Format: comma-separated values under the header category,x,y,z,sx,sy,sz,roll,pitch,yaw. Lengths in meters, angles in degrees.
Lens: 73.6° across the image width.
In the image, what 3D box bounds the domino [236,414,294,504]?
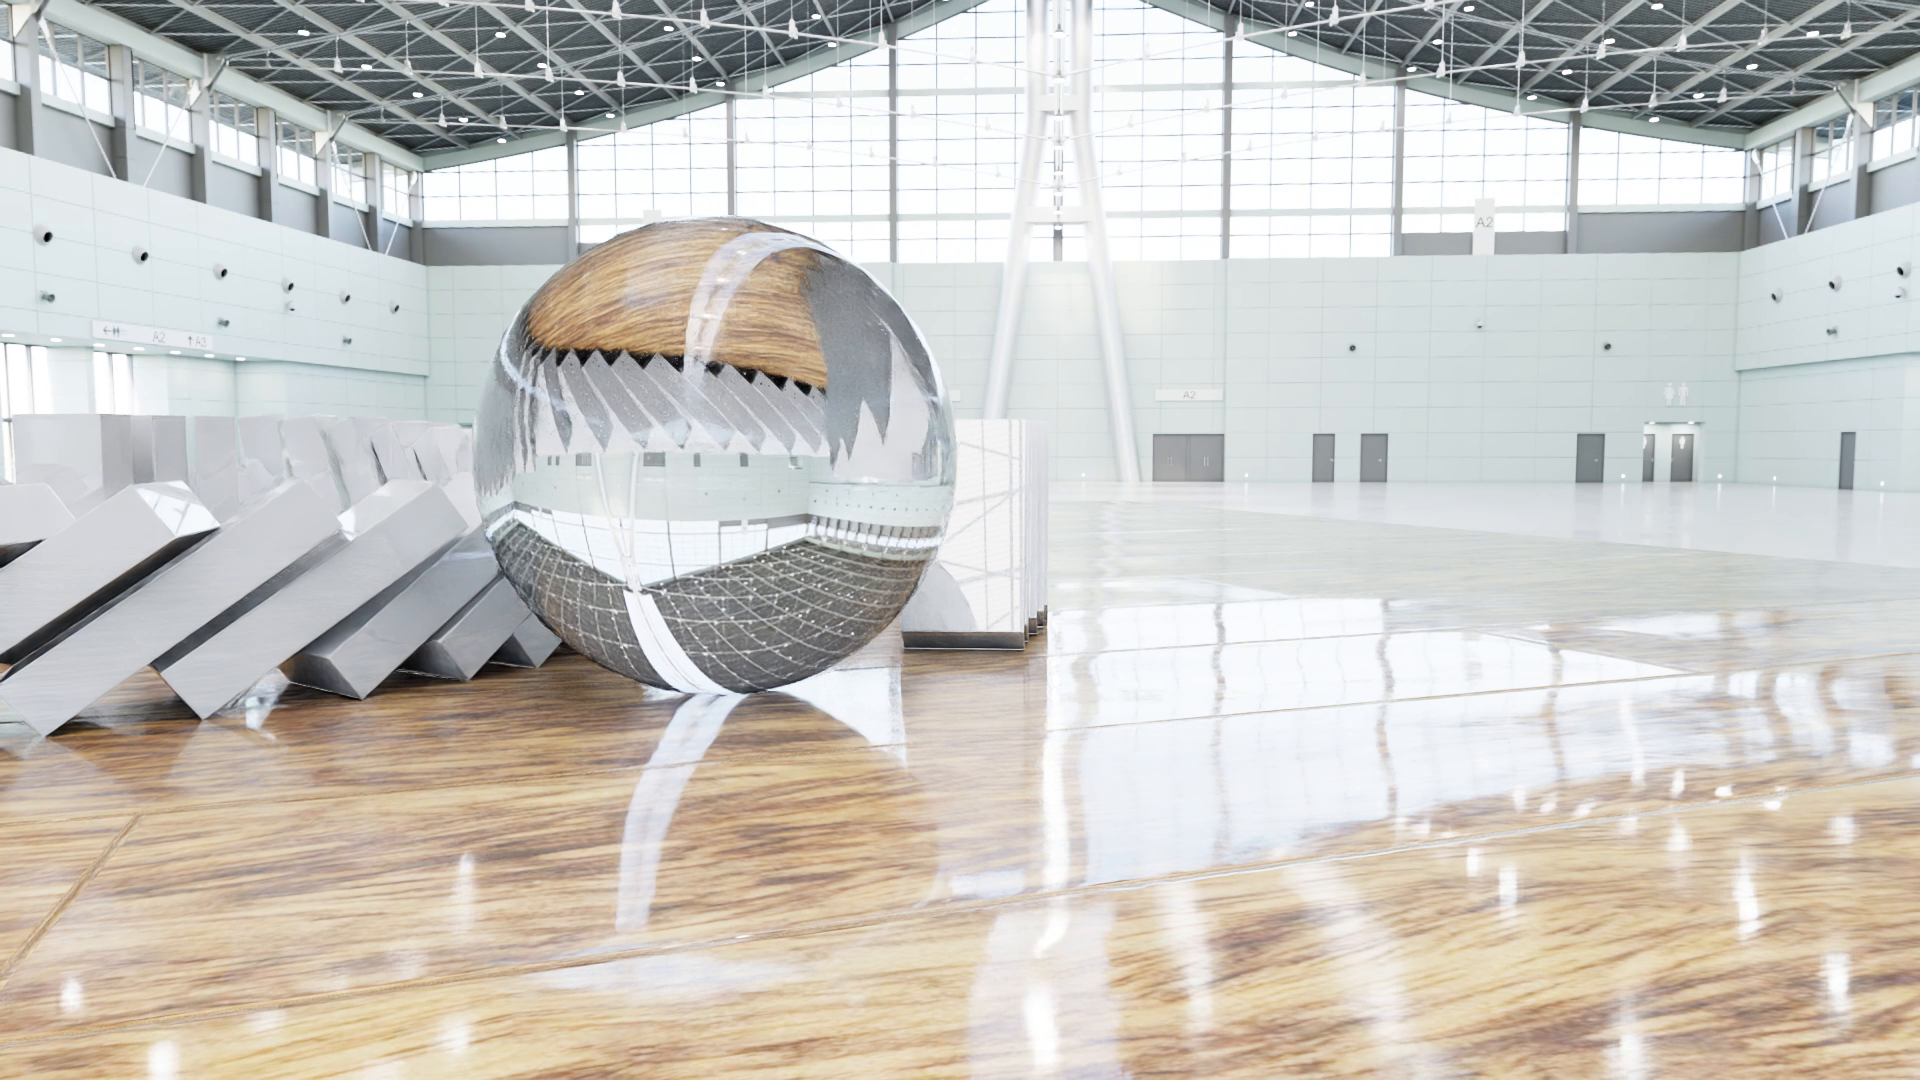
category,x,y,z,sx,sy,sz,roll,pitch,yaw
domino,-0.195,-0.010,0.365,0.009,0.050,0.025,-9,8,-23

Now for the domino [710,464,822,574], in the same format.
category,x,y,z,sx,sy,sz,roll,pitch,yaw
domino,-0.061,-0.008,0.440,0.025,0.009,0.050,-5,40,-50

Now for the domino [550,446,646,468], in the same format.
category,x,y,z,sx,sy,sz,roll,pitch,yaw
domino,-0.094,-0.004,0.335,0.025,0.009,0.050,-1,49,-16

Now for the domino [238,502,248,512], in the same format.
category,x,y,z,sx,sy,sz,roll,pitch,yaw
domino,-0.253,-0.009,0.451,0.050,0.009,0.025,34,-9,-20

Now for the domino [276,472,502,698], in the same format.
category,x,y,z,sx,sy,sz,roll,pitch,yaw
domino,-0.099,0.006,0.234,0.025,0.010,0.050,3,41,37

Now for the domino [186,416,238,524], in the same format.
category,x,y,z,sx,sy,sz,roll,pitch,yaw
domino,-0.208,-0.009,0.357,0.010,0.050,0.025,-3,5,-37

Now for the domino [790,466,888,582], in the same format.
category,x,y,z,sx,sy,sz,roll,pitch,yaw
domino,-0.032,-0.006,0.417,0.025,0.010,0.050,-3,39,-39

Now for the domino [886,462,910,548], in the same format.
category,x,y,z,sx,sy,sz,roll,pitch,yaw
domino,-0.005,-0.005,0.388,0.025,0.009,0.050,-1,40,-17

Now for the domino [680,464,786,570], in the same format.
category,x,y,z,sx,sy,sz,roll,pitch,yaw
domino,-0.076,-0.009,0.451,0.050,0.010,0.025,42,27,28

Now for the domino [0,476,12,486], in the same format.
category,x,y,z,sx,sy,sz,roll,pitch,yaw
domino,-0.295,-0.006,0.414,0.025,0.010,0.050,4,-28,45

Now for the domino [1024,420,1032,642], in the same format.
category,x,y,z,sx,sy,sz,roll,pitch,yaw
domino,0.003,-0.003,0.284,0.025,0.050,0.009,0,-26,4

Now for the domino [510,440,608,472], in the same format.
category,x,y,z,sx,sy,sz,roll,pitch,yaw
domino,-0.105,-0.005,0.350,0.025,0.050,0.010,-3,-37,-30

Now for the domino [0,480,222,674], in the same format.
category,x,y,z,sx,sy,sz,roll,pitch,yaw
domino,-0.139,0.010,0.192,0.050,0.009,0.025,-37,13,-11

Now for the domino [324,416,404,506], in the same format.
category,x,y,z,sx,sy,sz,roll,pitch,yaw
domino,-0.165,-0.011,0.375,0.010,0.050,0.025,-20,1,10

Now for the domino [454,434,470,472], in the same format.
category,x,y,z,sx,sy,sz,roll,pitch,yaw
domino,-0.120,-0.007,0.360,0.025,0.050,0.009,-5,-32,-49

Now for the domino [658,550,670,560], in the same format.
category,x,y,z,sx,sy,sz,roll,pitch,yaw
domino,-0.126,-0.011,0.473,0.050,0.009,0.025,37,16,17

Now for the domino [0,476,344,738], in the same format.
category,x,y,z,sx,sy,sz,roll,pitch,yaw
domino,-0.124,0.009,0.204,0.050,0.009,0.025,-41,22,-21

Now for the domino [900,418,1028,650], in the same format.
category,x,y,z,sx,sy,sz,roll,pitch,yaw
domino,0.002,-0.002,0.273,0.025,0.050,0.009,0,-26,4

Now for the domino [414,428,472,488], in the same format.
category,x,y,z,sx,sy,sz,roll,pitch,yaw
domino,-0.134,-0.009,0.367,0.009,0.050,0.025,-36,-16,30

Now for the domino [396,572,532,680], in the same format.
category,x,y,z,sx,sy,sz,roll,pitch,yaw
domino,-0.090,0.005,0.249,0.025,0.009,0.050,3,42,31

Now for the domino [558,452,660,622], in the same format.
category,x,y,z,sx,sy,sz,roll,pitch,yaw
domino,-0.088,-0.002,0.319,0.025,0.009,0.050,-1,46,-9

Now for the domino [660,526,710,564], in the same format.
category,x,y,z,sx,sy,sz,roll,pitch,yaw
domino,-0.109,-0.010,0.467,0.050,0.010,0.025,38,19,20

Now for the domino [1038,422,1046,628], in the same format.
category,x,y,z,sx,sy,sz,roll,pitch,yaw
domino,0.008,-0.004,0.306,0.025,0.050,0.009,0,-26,4

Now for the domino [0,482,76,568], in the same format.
category,x,y,z,sx,sy,sz,roll,pitch,yaw
domino,-0.156,0.010,0.184,0.050,0.009,0.025,-35,7,-1

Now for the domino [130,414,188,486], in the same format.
category,x,y,z,sx,sy,sz,roll,pitch,yaw
domino,-0.219,-0.008,0.342,0.025,0.050,0.010,2,5,21

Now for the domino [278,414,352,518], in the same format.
category,x,y,z,sx,sy,sz,roll,pitch,yaw
domino,-0.181,-0.011,0.371,0.009,0.050,0.025,-15,7,-11

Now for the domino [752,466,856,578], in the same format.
category,x,y,z,sx,sy,sz,roll,pitch,yaw
domino,-0.045,-0.007,0.429,0.025,0.010,0.050,-4,39,-43

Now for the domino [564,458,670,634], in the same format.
category,x,y,z,sx,sy,sz,roll,pitch,yaw
domino,-0.084,0.000,0.302,0.025,0.009,0.050,0,44,0

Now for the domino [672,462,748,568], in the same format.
category,x,y,z,sx,sy,sz,roll,pitch,yaw
domino,-0.092,-0.010,0.460,0.050,0.010,0.025,40,24,25

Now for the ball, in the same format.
category,x,y,z,sx,sy,sz,roll,pitch,yaw
ball,-0.040,-0.014,0.217,0.080,0.080,0.080,0,4,0

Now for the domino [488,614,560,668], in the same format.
category,x,y,z,sx,sy,sz,roll,pitch,yaw
domino,-0.082,0.004,0.263,0.025,0.009,0.050,3,42,31

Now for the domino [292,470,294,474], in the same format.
category,x,y,z,sx,sy,sz,roll,pitch,yaw
domino,-0.219,-0.010,0.465,0.050,0.009,0.025,33,-2,-12

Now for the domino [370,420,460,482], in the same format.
category,x,y,z,sx,sy,sz,roll,pitch,yaw
domino,-0.149,-0.010,0.373,0.010,0.050,0.025,-27,-7,23

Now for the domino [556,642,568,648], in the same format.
category,x,y,z,sx,sy,sz,roll,pitch,yaw
domino,-0.081,0.002,0.283,0.025,0.010,0.050,1,42,13

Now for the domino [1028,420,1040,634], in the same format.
category,x,y,z,sx,sy,sz,roll,pitch,yaw
domino,0.005,-0.004,0.295,0.025,0.050,0.010,0,-26,4

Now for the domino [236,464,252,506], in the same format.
category,x,y,z,sx,sy,sz,roll,pitch,yaw
domino,-0.236,-0.010,0.459,0.050,0.010,0.025,33,-5,-15

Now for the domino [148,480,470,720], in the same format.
category,x,y,z,sx,sy,sz,roll,pitch,yaw
domino,-0.111,0.008,0.217,0.050,0.010,0.025,-43,28,-29

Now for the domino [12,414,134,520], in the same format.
category,x,y,z,sx,sy,sz,roll,pitch,yaw
domino,-0.223,-0.007,0.324,0.025,0.050,0.009,1,4,9

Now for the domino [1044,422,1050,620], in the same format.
category,x,y,z,sx,sy,sz,roll,pitch,yaw
domino,0.009,-0.005,0.317,0.025,0.050,0.010,0,-26,4

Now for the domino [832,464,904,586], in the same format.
category,x,y,z,sx,sy,sz,roll,pitch,yaw
domino,-0.019,-0.006,0.403,0.025,0.009,0.050,-3,39,-32
